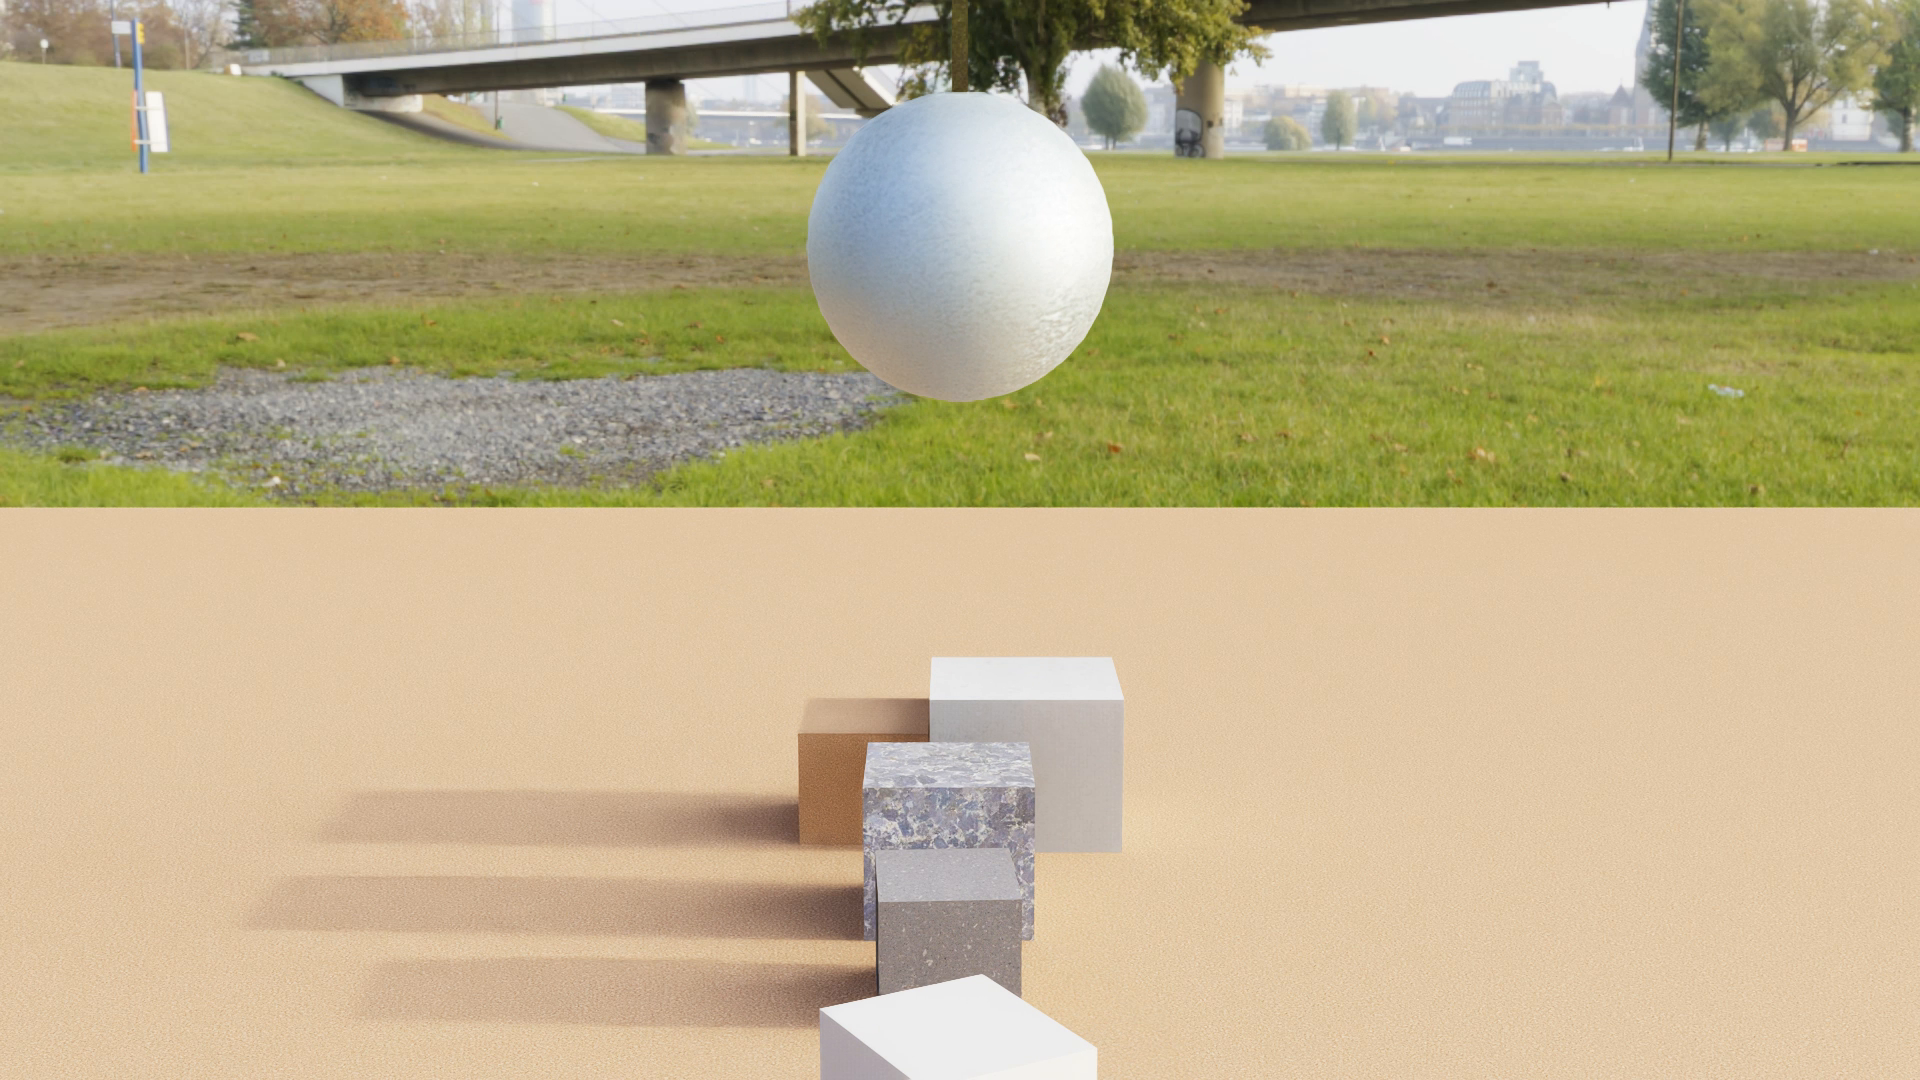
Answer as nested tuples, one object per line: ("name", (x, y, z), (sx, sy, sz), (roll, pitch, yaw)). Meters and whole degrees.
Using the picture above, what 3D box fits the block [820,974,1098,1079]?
("block", (-0.015, 1.910, 7.175), (0.623, 0.674, 0.722), (-6, 12, -29))

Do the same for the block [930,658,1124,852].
("block", (0.330, 1.093, 11.353), (0.960, 0.787, 0.904), (0, 10, 0))

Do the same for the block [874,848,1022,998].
("block", (-0.057, 1.635, 9.069), (0.569, 0.539, 0.647), (-1, 10, -3))

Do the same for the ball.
("ball", (0.000, -1.523, 11.444), (1.600, 1.600, 1.600), (0, 10, 0))

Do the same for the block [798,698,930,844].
("block", (-0.485, 1.190, 11.400), (0.652, 0.580, 0.708), (0, 10, 0))

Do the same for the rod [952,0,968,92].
("rod", (0.000, -4.801, 10.542), (0.080, 5.200, 0.080), (0, 15, 0))

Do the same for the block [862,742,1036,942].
("block", (-0.052, 1.368, 10.063), (0.756, 0.709, 0.729), (0, 10, -1))
